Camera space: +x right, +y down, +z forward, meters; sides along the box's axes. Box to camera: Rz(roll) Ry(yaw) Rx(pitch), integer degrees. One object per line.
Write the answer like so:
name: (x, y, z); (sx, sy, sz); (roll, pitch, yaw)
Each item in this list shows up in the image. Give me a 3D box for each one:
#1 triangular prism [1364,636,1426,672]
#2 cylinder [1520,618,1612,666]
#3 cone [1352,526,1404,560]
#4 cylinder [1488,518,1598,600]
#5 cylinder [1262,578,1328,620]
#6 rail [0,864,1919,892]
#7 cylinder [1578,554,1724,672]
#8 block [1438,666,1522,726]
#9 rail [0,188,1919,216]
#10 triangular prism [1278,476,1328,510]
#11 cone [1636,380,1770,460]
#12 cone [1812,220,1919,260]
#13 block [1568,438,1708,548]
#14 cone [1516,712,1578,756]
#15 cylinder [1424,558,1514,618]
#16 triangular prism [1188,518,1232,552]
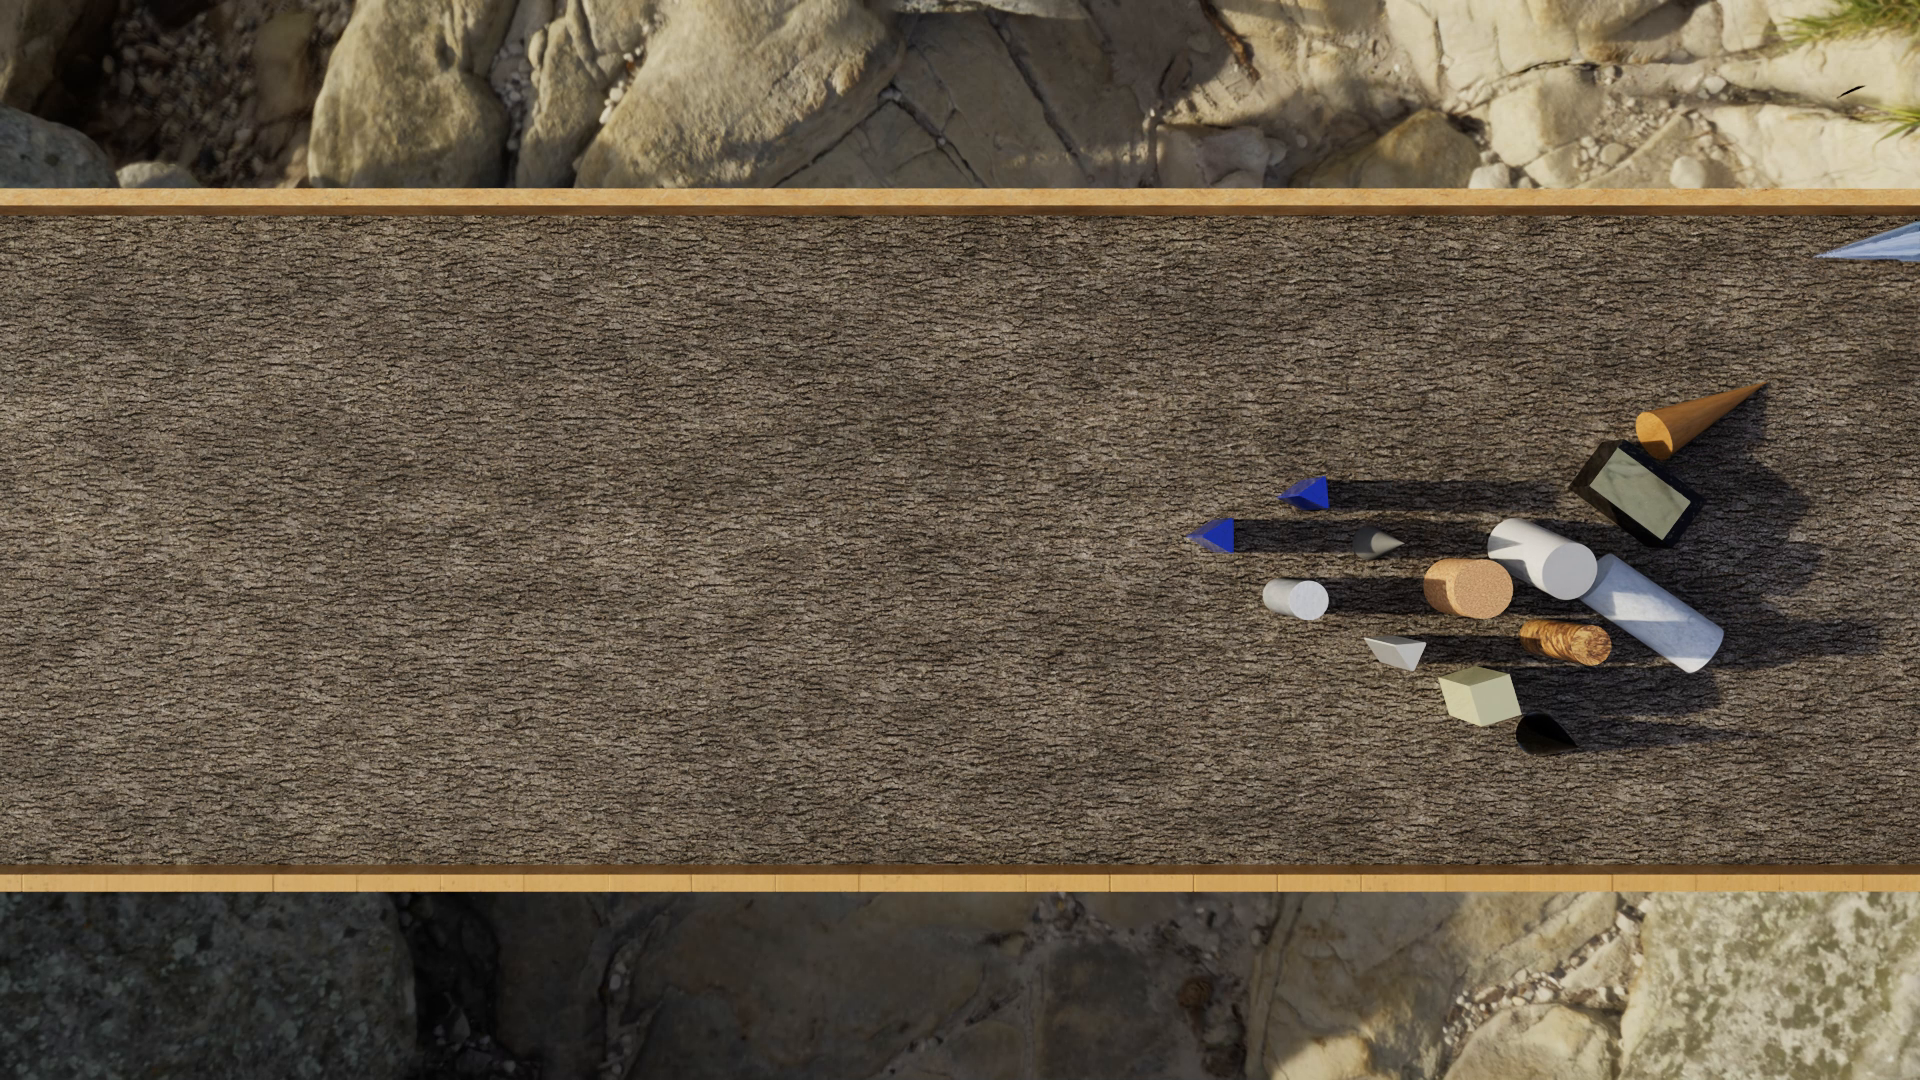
triangular prism: (1.301, 0.317, 4.896); (0.077, 0.360, 0.089); (-35, 90, 0)
cylinder: (1.778, 0.297, 4.861); (0.113, 0.431, 0.113); (0, 90, 0)
cone: (1.260, 0.009, 4.873); (0.105, 0.406, 0.105); (0, 90, 0)
cylinder: (1.720, 0.052, 4.886); (0.168, 0.350, 0.168); (-2, 103, -8)
cylinder: (0.988, 0.171, 4.873); (0.112, 0.407, 0.112); (0, 90, 0)
rail: (-2.247, 1.025, 5.001); (12.000, 0.150, 0.050); (0, 90, 0)
cylinder: (2.087, 0.221, 4.993); (0.397, 0.168, 0.168); (34, 90, 0)
block: (1.547, 0.463, 4.921); (0.122, 0.311, 0.122); (-17, 90, 0)
rail: (-2.247, -1.025, 5.002); (12.000, 0.150, 0.050); (0, 90, 0)
triangular prism: (1.034, -0.147, 4.910); (0.092, 0.333, 0.080); (25, 90, 0)
cone: (2.297, -0.403, 5.037); (0.434, 0.157, 0.157); (-24, 90, -10)
cone: (2.817, -0.896, 5.037); (0.405, 0.159, 0.159); (-7, 90, 11)
block: (2.046, -0.139, 4.989); (0.309, 0.175, 0.175); (37, 90, 0)
cone: (1.781, 0.597, 4.909); (0.140, 0.334, 0.140); (0, 90, 0)
cylinder: (1.512, 0.142, 4.920); (0.172, 0.313, 0.172); (0, 90, 0)
triangular prism: (0.761, -0.024, 4.905); (0.099, 0.343, 0.086); (29, 90, 0)
